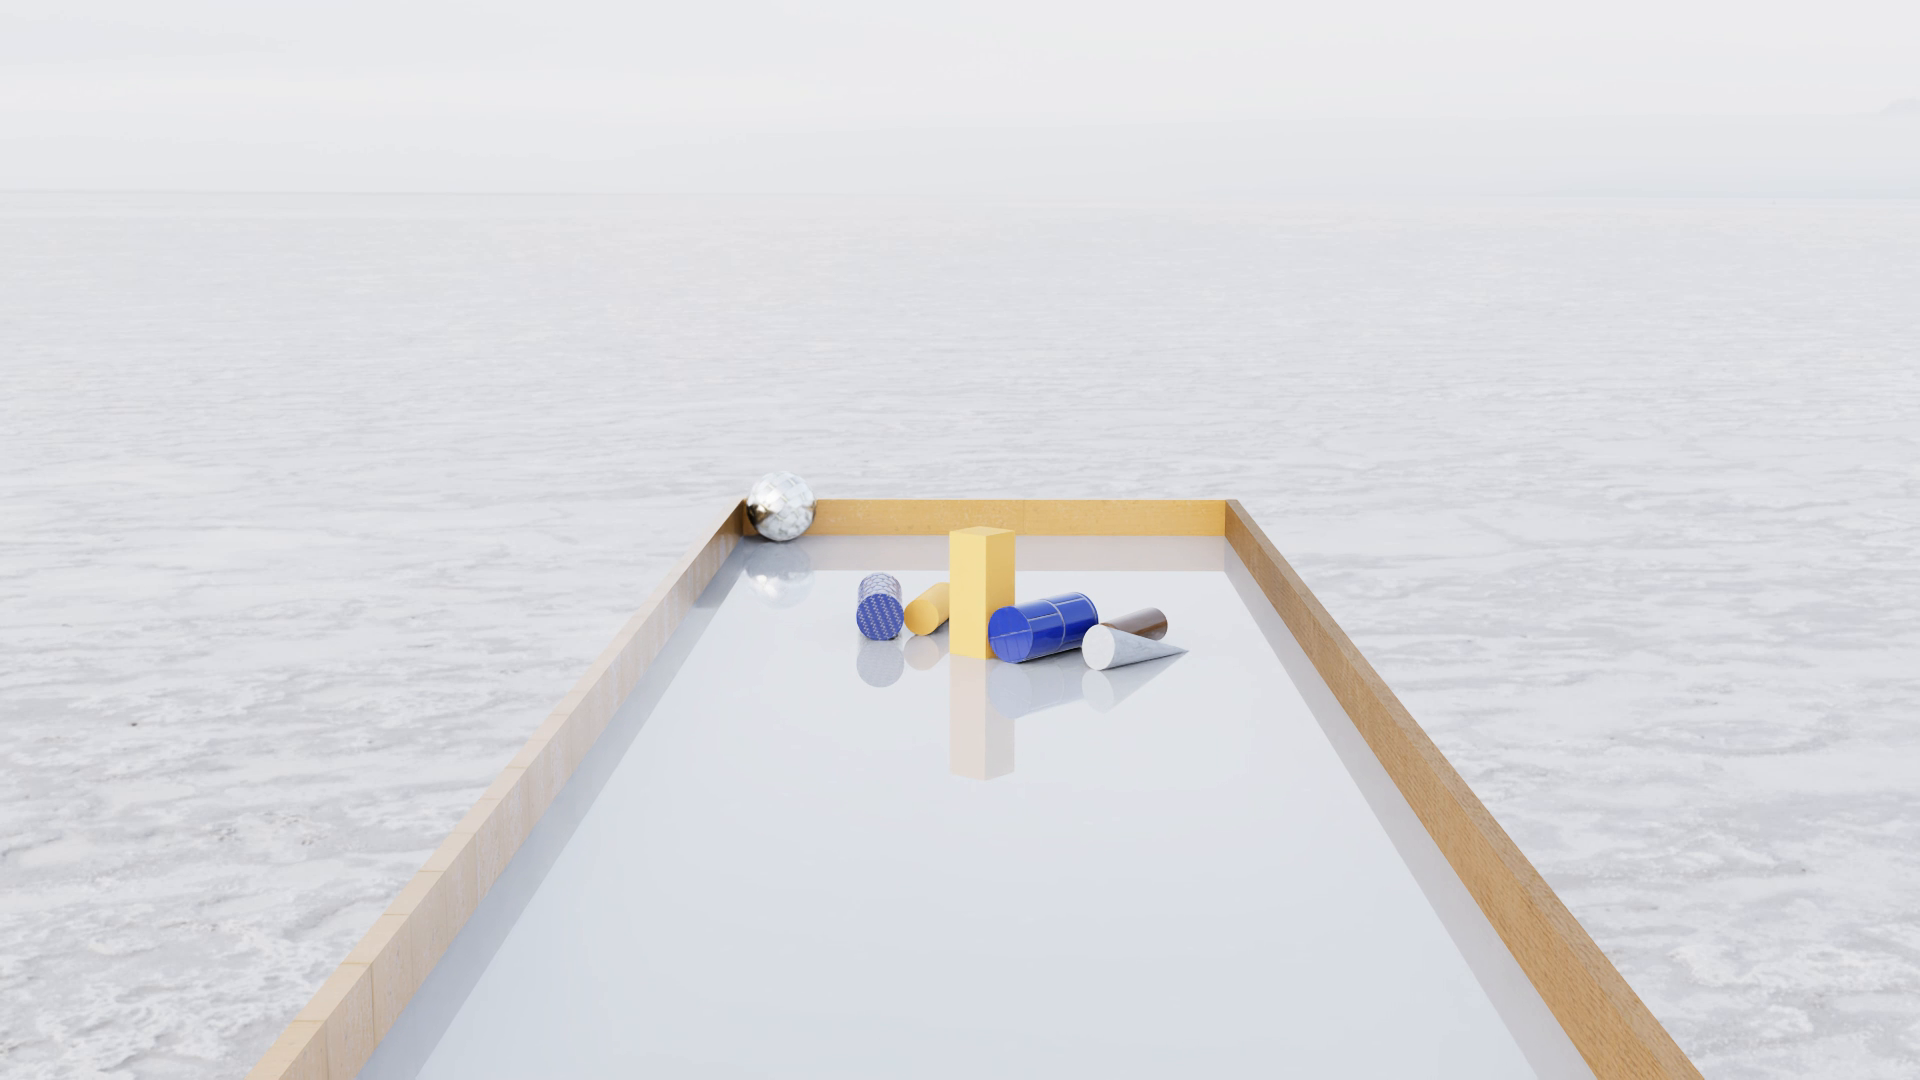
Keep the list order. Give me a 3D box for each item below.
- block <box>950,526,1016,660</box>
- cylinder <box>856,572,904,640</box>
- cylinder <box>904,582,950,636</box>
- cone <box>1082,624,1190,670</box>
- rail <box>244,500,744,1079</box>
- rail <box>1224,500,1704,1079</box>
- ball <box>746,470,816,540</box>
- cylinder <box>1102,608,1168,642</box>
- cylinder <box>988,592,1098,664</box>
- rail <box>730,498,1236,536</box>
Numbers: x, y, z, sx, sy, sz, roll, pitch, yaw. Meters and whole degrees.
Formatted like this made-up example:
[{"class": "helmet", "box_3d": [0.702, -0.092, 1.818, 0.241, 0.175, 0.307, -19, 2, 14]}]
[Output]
[{"class": "block", "box_3d": [0.069, 0.161, 6.776, 0.143, 0.382, 0.143, 8, 12, 40]}, {"class": "cylinder", "box_3d": [-0.261, 0.214, 7.172, 0.153, 0.153, 0.395, 0, 9, -2]}, {"class": "cylinder", "box_3d": [-0.090, 0.224, 7.225, 0.117, 0.117, 0.325, 2, 9, 12]}, {"class": "cone", "box_3d": [0.564, 0.333, 6.697, 0.408, 0.135, 0.135, 5, 4, -42]}, {"class": "rail", "box_3d": [-1.004, 0.839, 3.234, 0.050, 0.150, 12.000, 0, 9, 1]}, {"class": "rail", "box_3d": [1.046, 0.843, 3.208, 0.050, 0.150, 12.000, 0, 9, 1]}, {"class": "ball", "box_3d": [-0.732, -0.140, 8.981, 0.285, 0.285, 0.285, 0, 9, 0]}, {"class": "cylinder", "box_3d": [0.526, 0.288, 6.843, 0.110, 0.110, 0.308, 6, 11, 32]}, {"class": "cylinder", "box_3d": [0.258, 0.267, 6.770, 0.173, 0.173, 0.331, 8, 12, 40]}, {"class": "rail", "box_3d": [0.099, -0.098, 9.147, 2.100, 0.150, 0.050, 0, 9, 1]}]
